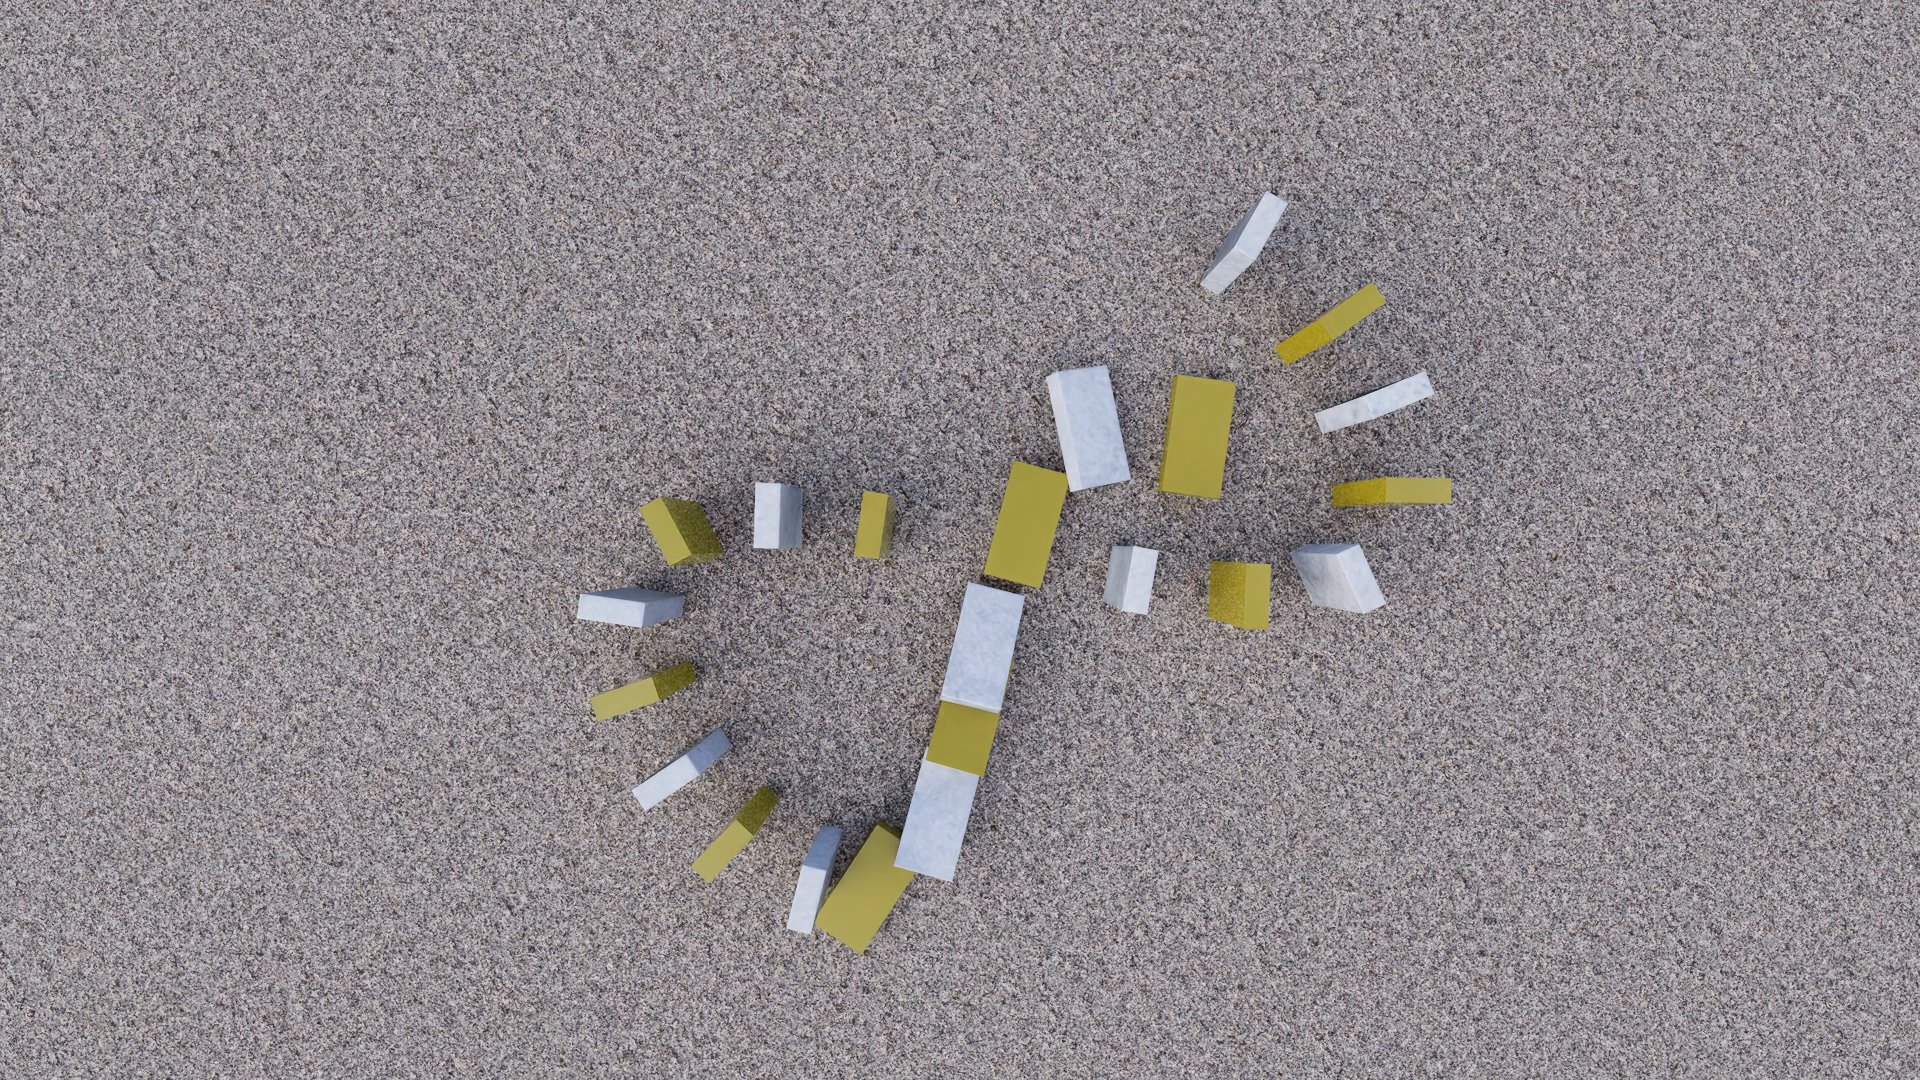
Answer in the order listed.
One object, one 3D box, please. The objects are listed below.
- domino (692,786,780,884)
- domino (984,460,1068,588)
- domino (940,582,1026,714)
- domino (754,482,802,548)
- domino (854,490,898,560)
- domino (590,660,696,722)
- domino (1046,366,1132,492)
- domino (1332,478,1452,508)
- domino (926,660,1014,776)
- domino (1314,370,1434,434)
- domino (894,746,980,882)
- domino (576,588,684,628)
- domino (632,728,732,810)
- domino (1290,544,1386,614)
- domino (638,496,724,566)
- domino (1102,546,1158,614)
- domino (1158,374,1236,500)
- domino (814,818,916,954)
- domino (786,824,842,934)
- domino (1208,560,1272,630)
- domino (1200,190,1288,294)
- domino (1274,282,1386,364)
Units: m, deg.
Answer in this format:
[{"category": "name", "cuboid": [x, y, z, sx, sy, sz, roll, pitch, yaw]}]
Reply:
[{"category": "domino", "cuboid": [-0.091, 0.119, 0.375, 0.010, 0.050, 0.025, 44, 90, 0]}, {"category": "domino", "cuboid": [0.029, -0.007, 0.395, 0.025, 0.009, 0.050, 15, 90, 0]}, {"category": "domino", "cuboid": [0.010, 0.045, 0.387, 0.025, 0.009, 0.050, 14, 69, -1]}, {"category": "domino", "cuboid": [-0.074, -0.009, 0.375, 0.010, 0.050, 0.025, 2, 90, 0]}, {"category": "domino", "cuboid": [-0.034, -0.006, 0.375, 0.009, 0.050, 0.025, 9, 90, 0]}, {"category": "domino", "cuboid": [-0.128, 0.061, 0.375, 0.025, 0.050, 0.009, -19, 90, 0]}, {"category": "domino", "cuboid": [0.055, -0.048, 0.391, 0.025, 0.010, 0.050, -12, 90, -24]}, {"category": "domino", "cuboid": [0.175, -0.019, 0.375, 0.025, 0.050, 0.009, 1, 90, 0]}, {"category": "domino", "cuboid": [0.004, 0.072, 0.390, 0.025, 0.009, 0.050, 16, 78, 0]}, {"category": "domino", "cuboid": [0.168, -0.055, 0.375, 0.025, 0.050, 0.009, -22, 90, 0]}, {"category": "domino", "cuboid": [-0.009, 0.116, 0.390, 0.025, 0.009, 0.050, 16, 76, 0]}, {"category": "domino", "cuboid": [-0.133, 0.027, 0.375, 0.025, 0.050, 0.010, 8, 90, 0]}, {"category": "domino", "cuboid": [-0.112, 0.093, 0.375, 0.025, 0.050, 0.009, -34, 90, 0]}, {"category": "domino", "cuboid": [0.153, 0.015, 0.375, 0.009, 0.050, 0.025, -25, 90, 0]}, {"category": "domino", "cuboid": [-0.113, -0.003, 0.375, 0.009, 0.050, 0.025, -28, 90, 0]}, {"category": "domino", "cuboid": [0.069, 0.016, 0.375, 0.010, 0.050, 0.025, 10, 90, 0]}, {"category": "domino", "cuboid": [0.102, -0.044, 0.395, 0.025, 0.009, 0.050, 8, 90, 0]}, {"category": "domino", "cuboid": [-0.039, 0.149, 0.395, 0.025, 0.009, 0.050, 33, 90, 0]}, {"category": "domino", "cuboid": [-0.059, 0.137, 0.375, 0.009, 0.050, 0.025, 14, 90, 0]}, {"category": "domino", "cuboid": [0.114, 0.022, 0.375, 0.010, 0.050, 0.025, 3, 90, 0]}, {"category": "domino", "cuboid": [0.115, -0.120, 0.375, 0.010, 0.050, 0.025, 30, 90, 0]}, {"category": "domino", "cuboid": [0.150, -0.088, 0.375, 0.025, 0.050, 0.009, -35, 90, 0]}]
